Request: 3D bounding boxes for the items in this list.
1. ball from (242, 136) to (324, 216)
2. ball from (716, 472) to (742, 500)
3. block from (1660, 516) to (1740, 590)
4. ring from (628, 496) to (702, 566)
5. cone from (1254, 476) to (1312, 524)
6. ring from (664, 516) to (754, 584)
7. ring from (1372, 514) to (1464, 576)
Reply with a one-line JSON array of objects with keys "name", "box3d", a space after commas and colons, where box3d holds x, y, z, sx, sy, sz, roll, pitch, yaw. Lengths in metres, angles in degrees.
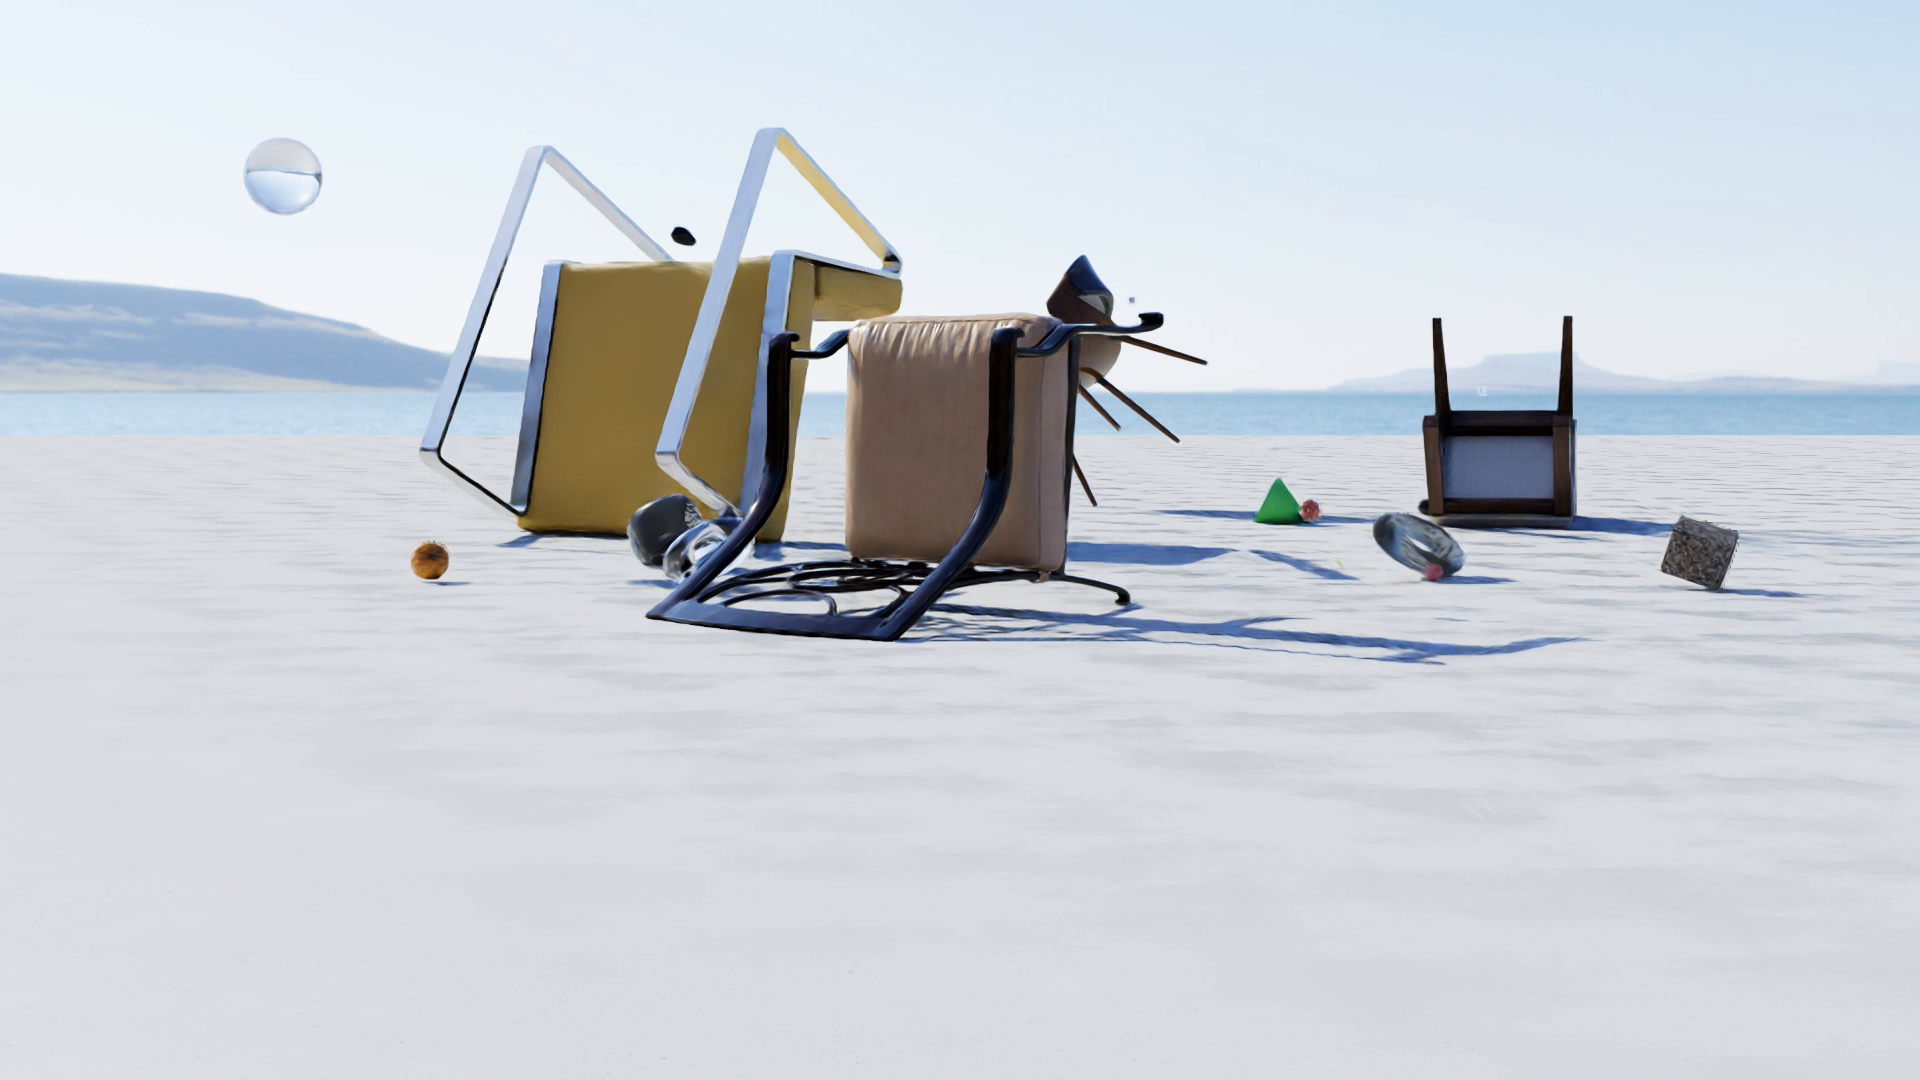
[{"name": "ball", "box3d": [-1.865, -1.003, 6.061, 0.213, 0.213, 0.213, 0, 4, 0]}, {"name": "ball", "box3d": [-0.787, -0.184, 7.490, 0.093, 0.093, 0.093, 0, 4, 0]}, {"name": "block", "box3d": [1.658, 0.029, 4.931, 0.132, 0.109, 0.099, 20, 25, 20]}, {"name": "ring", "box3d": [-0.745, -0.023, 5.567, 0.186, 0.127, 0.244, -16, -14, -28]}, {"name": "cone", "box3d": [1.098, -0.094, 7.320, 0.174, 0.197, 0.131, 29, 42, 11]}, {"name": "ring", "box3d": [-0.557, 0.024, 4.876, 0.213, 0.064, 0.225, -43, -24, 27]}, {"name": "ring", "box3d": [1.097, 0.011, 5.255, 0.270, 0.144, 0.062, 19, -39, -23]}]
